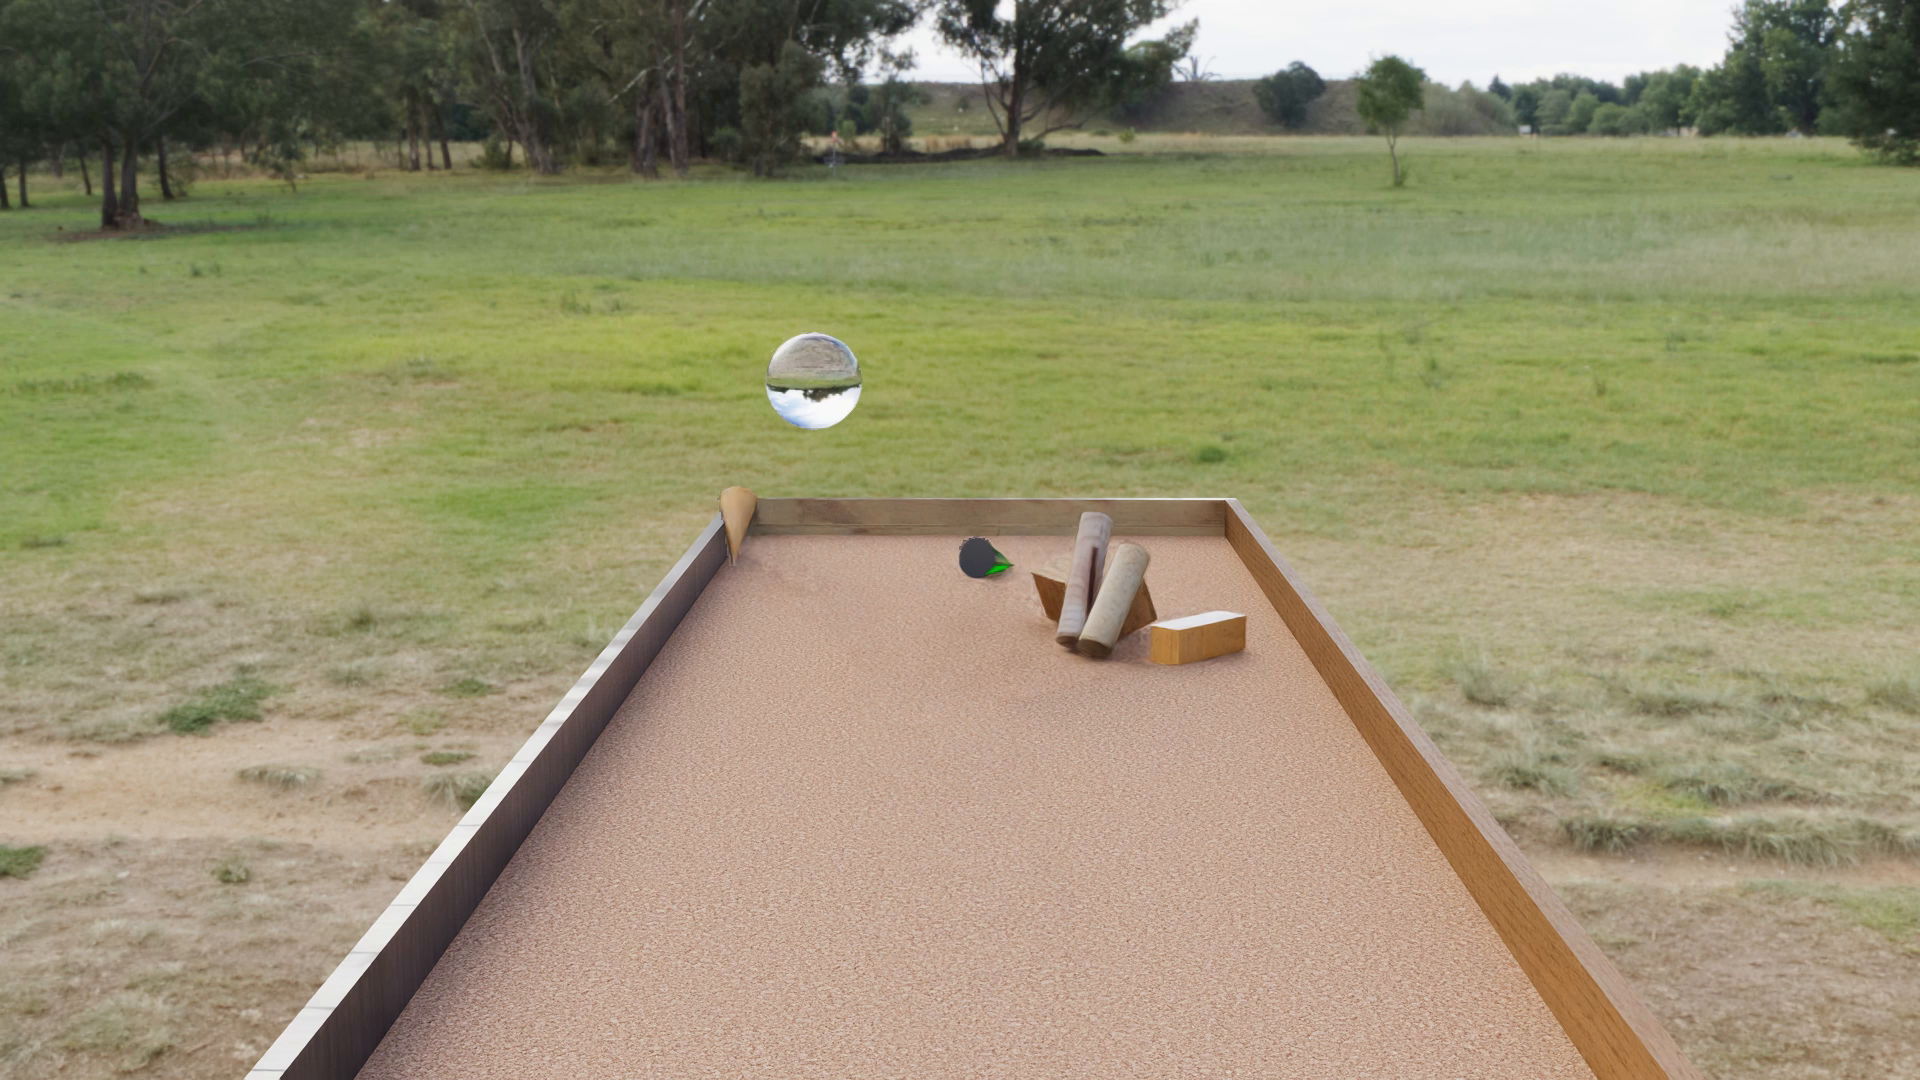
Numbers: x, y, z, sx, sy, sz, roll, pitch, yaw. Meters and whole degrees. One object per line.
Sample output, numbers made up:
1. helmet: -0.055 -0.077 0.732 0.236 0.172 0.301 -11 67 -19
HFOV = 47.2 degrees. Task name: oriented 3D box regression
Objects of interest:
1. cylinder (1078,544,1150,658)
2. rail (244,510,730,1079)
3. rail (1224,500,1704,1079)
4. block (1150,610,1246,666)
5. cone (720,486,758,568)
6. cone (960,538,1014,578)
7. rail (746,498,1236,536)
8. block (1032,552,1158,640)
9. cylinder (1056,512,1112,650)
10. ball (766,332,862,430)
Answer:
1. cylinder: 0.476 0.187 6.772 0.108 0.350 0.108 20 -26 10
2. rail: -1.004 0.839 3.234 0.050 0.150 12.000 0 9 1
3. rail: 1.046 0.843 3.208 0.050 0.150 12.000 0 9 1
4. block: 0.734 0.300 6.761 0.110 0.110 0.330 9 13 44
5. cone: -0.860 -0.027 8.434 0.146 0.146 0.354 0 49 0
6. cone: 0.135 0.081 8.269 0.148 0.148 0.318 5 -3 28
7. rail: 0.099 -0.098 9.147 2.100 0.150 0.050 0 9 1
8. block: 0.434 0.181 7.169 0.170 0.170 0.457 -26 18 -20
9. cylinder: 0.391 0.126 6.899 0.102 0.434 0.102 11 -25 5
10. ball: -0.562 -0.611 8.453 0.373 0.373 0.373 0 9 0
